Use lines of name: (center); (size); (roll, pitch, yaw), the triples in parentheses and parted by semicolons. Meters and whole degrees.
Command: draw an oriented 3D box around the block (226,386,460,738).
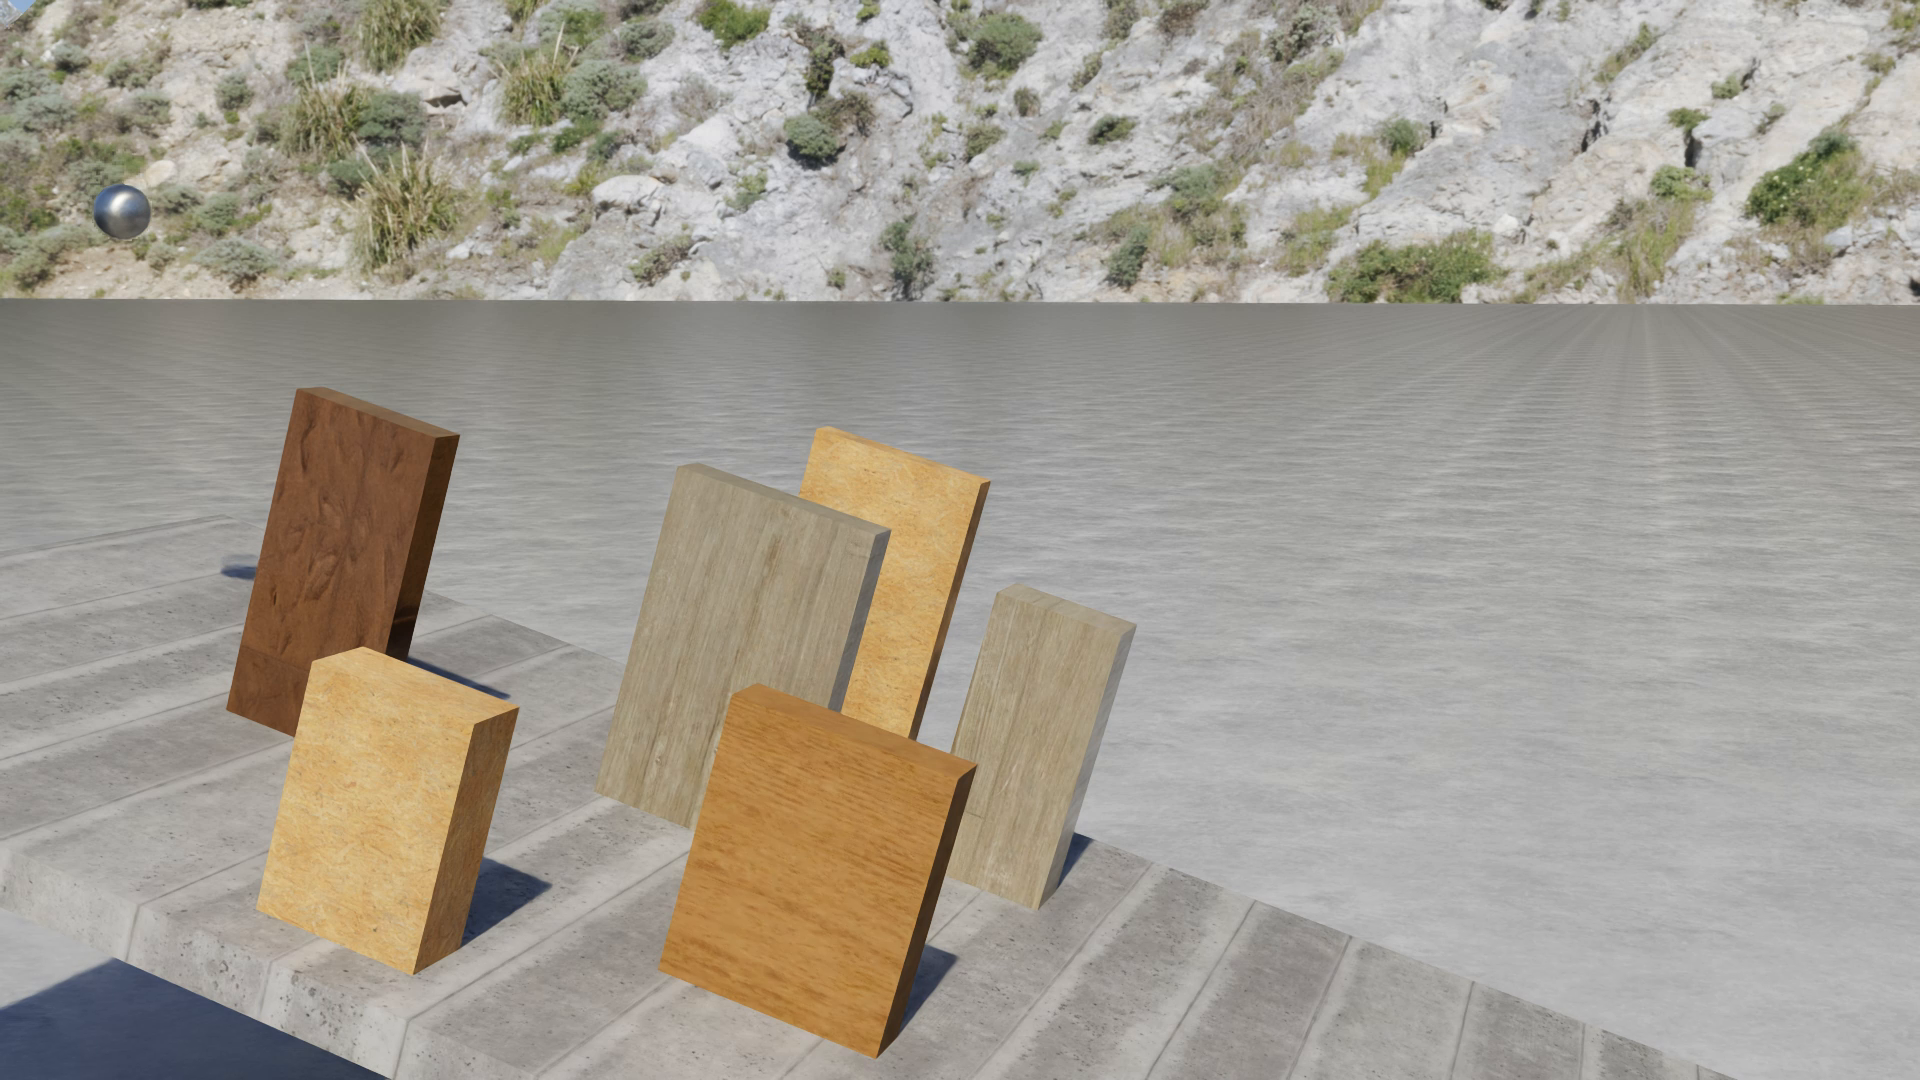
block: (-1.207, 0.067, 4.290); (0.311, 0.665, 0.091); (19, 12, 14)

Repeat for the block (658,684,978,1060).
block: (-0.242, 0.552, 3.697); (0.409, 0.505, 0.111); (19, 12, 14)

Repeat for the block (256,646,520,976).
block: (-0.921, 0.431, 3.537); (0.295, 0.429, 0.145); (19, 12, 14)

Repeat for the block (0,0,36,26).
block: (-1.963, -1.165, 4.540); (0.130, 0.130, 0.130); (44, -25, -28)

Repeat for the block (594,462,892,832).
block: (-0.440, 0.246, 4.404); (0.431, 0.698, 0.098); (19, 12, 14)

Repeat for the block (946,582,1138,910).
block: (0.139, 0.426, 4.568); (0.270, 0.606, 0.149); (19, 12, 14)

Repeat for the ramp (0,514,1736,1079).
ramp: (-0.373, 0.723, 4.237); (4.000, 0.100, 2.000); (19, 12, 14)

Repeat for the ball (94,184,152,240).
ball: (-1.653, -0.648, 4.340); (0.108, 0.108, 0.108); (0, 7, 0)

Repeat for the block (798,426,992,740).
block: (-0.227, 0.150, 5.069); (0.407, 0.731, 0.083); (19, 12, 14)
